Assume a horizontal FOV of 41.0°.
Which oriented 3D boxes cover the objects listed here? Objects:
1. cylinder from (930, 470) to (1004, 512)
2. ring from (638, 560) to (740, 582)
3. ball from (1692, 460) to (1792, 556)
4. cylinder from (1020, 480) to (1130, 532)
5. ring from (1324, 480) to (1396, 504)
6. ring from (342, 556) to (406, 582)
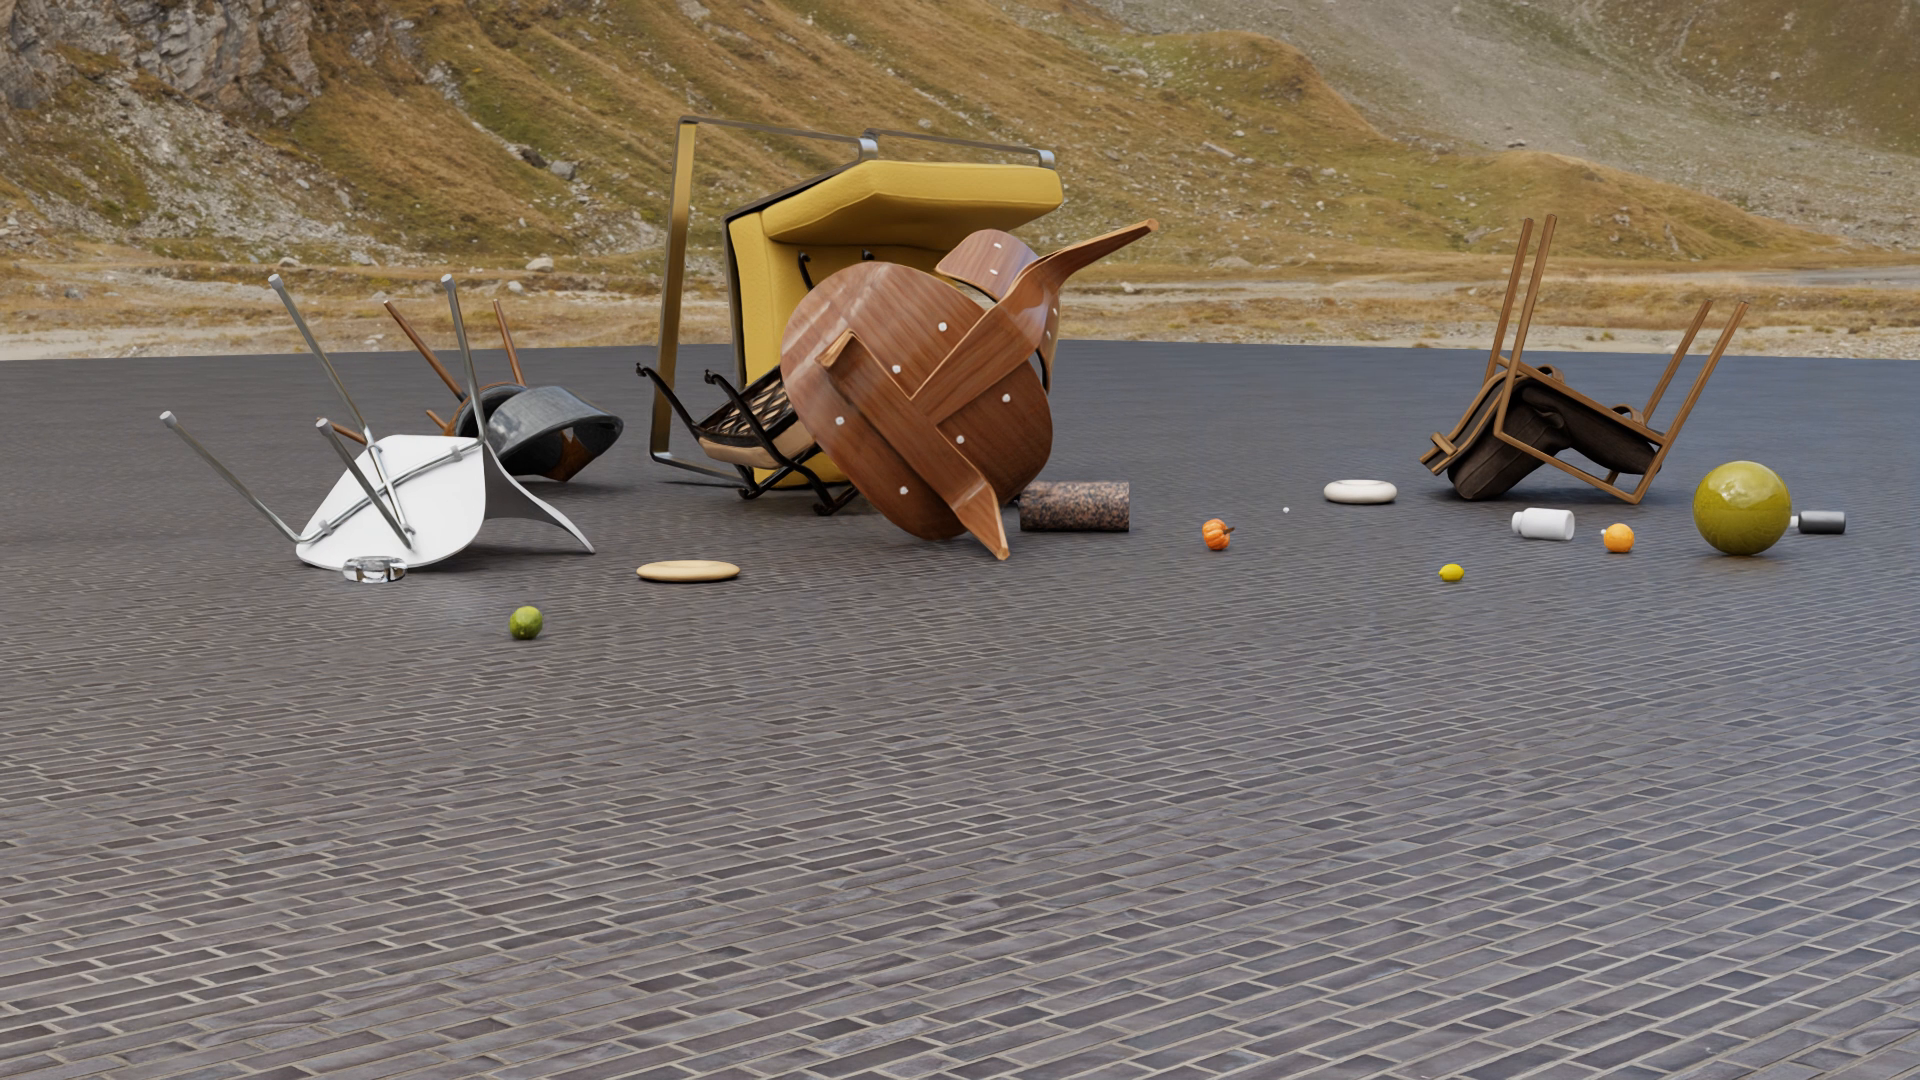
[{"bbox_3d":[0.021,-0.136,7.142,0.180,0.111,0.172,1,-13,10],"label":"cylinder"},{"bbox_3d":[-0.593,0.068,5.598,0.227,0.032,0.216,-3,6,-28],"label":"ring"},{"bbox_3d":[1.842,-0.075,6.041,0.225,0.225,0.225,0,6,0],"label":"ball"},{"bbox_3d":[0.298,-0.089,6.638,0.279,0.129,0.145,1,-11,5],"label":"cylinder"},{"bbox_3d":[1.173,-0.141,7.515,0.211,0.056,0.298,-1,5,0],"label":"ring"},{"bbox_3d":[-1.269,0.063,5.563,0.133,0.050,0.150,-4,6,-40],"label":"ring"}]
